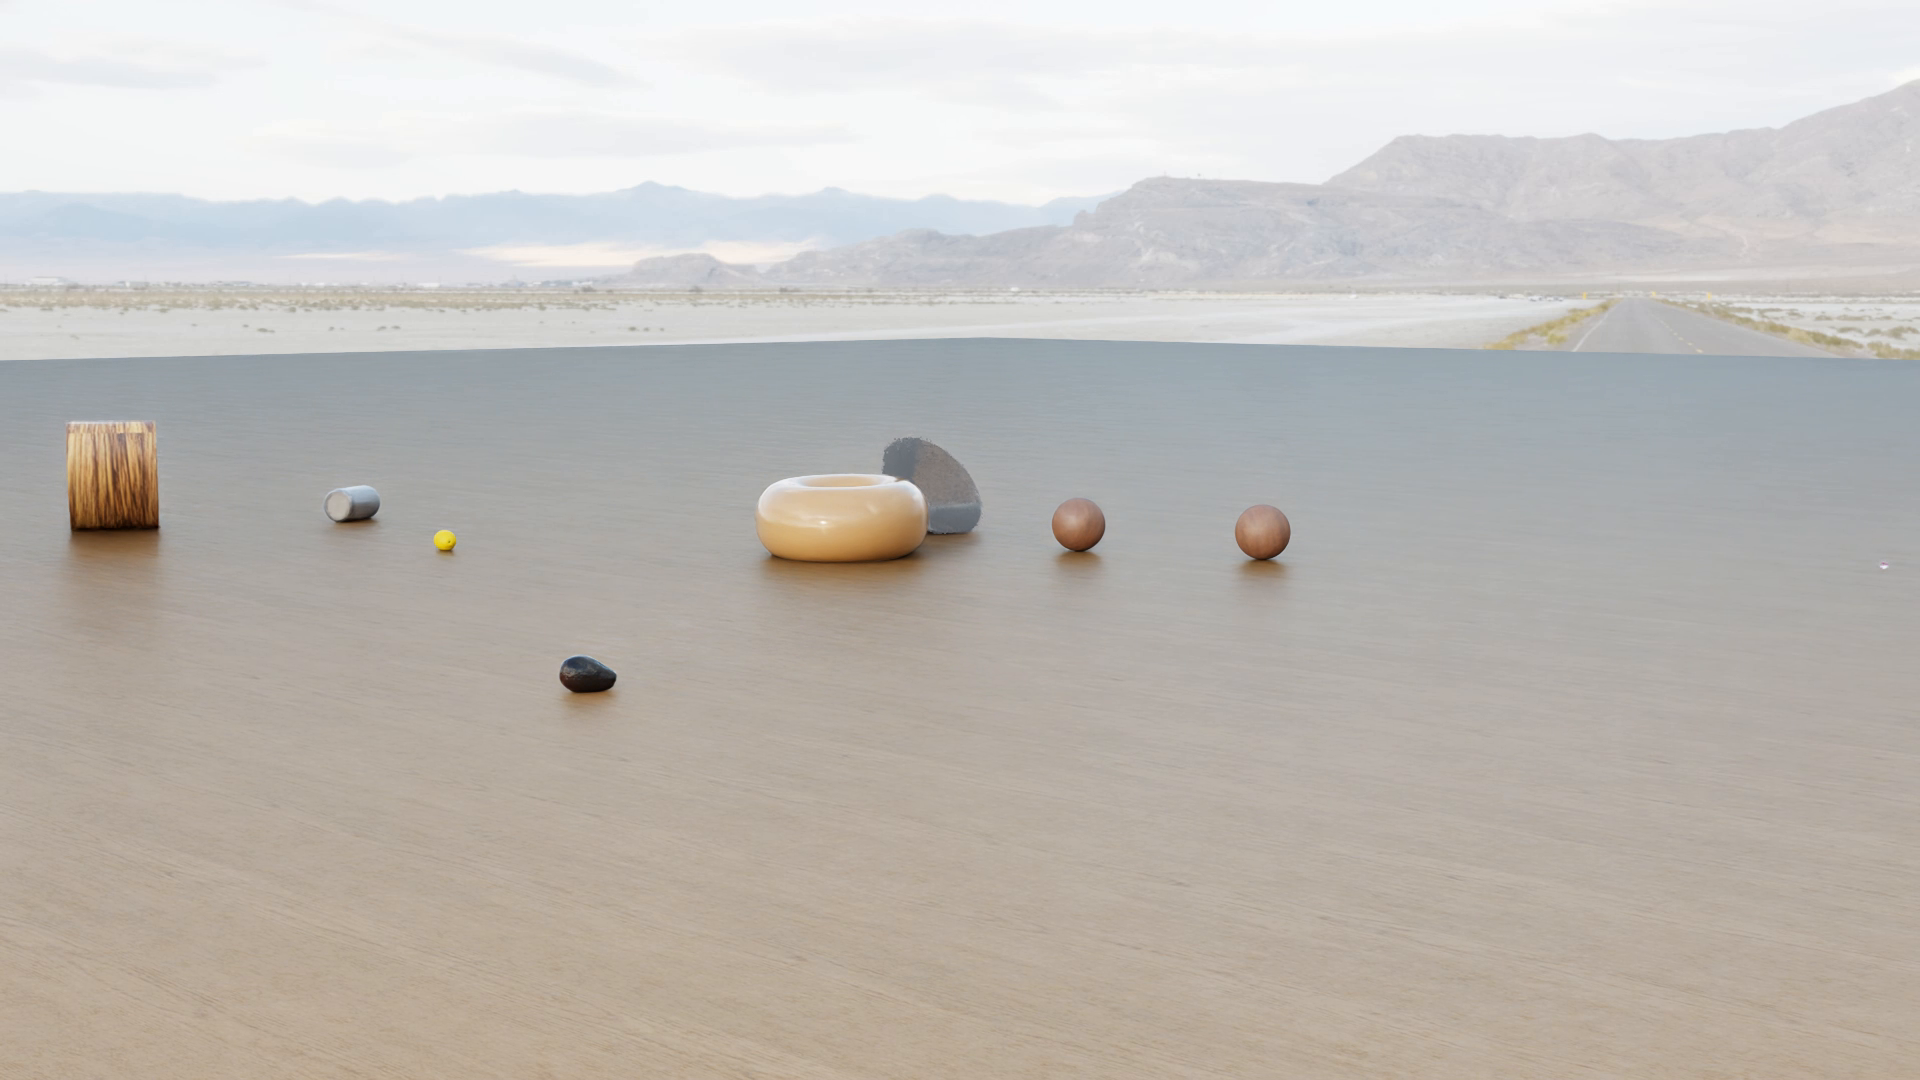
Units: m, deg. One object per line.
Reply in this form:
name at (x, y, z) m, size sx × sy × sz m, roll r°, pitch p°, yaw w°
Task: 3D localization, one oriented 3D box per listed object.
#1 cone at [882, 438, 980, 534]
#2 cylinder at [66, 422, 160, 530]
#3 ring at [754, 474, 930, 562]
cone at (-0.140, -0.087, 6.663) m, size 0.312 × 0.267 × 0.234 m, roll 29°, pitch -43°, yaw -24°
cylinder at (-2.188, -0.166, 6.634) m, size 0.217 × 0.324 × 0.233 m, roll -2°, pitch 50°, yaw -17°
ring at (-0.279, -0.053, 6.083) m, size 0.414 × 0.177 × 0.474 m, roll -1°, pitch 7°, yaw -4°
